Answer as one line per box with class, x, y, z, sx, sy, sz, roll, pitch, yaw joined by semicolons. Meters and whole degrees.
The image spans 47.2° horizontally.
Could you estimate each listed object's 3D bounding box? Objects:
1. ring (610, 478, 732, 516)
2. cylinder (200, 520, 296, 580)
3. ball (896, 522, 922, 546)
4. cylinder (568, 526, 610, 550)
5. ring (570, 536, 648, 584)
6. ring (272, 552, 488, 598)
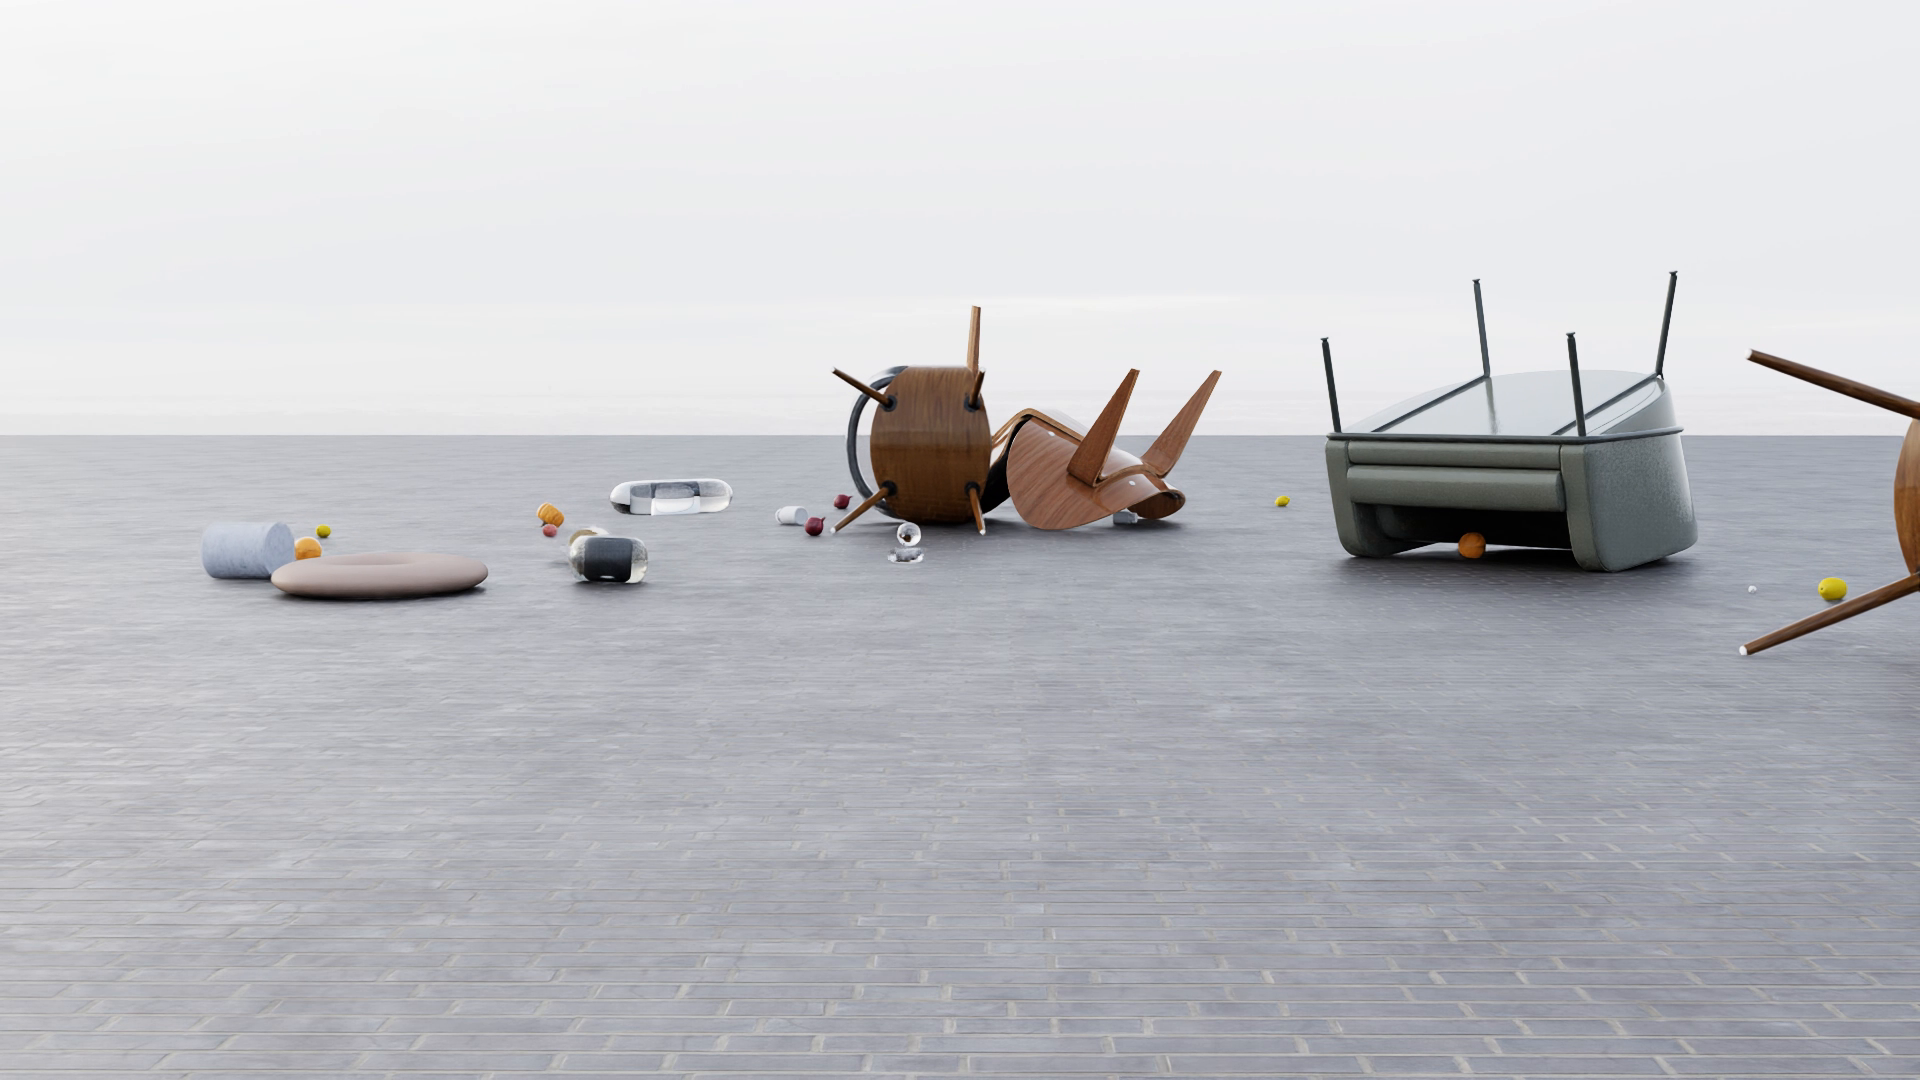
ring;-1.040;-0.156;7.947;0.468;0.121;0.294;-3;4;-32
cylinder;-1.684;0.024;5.205;0.166;0.136;0.136;1;49;14
ball;-0.146;-0.016;6.278;0.069;0.069;0.069;0;4;0
cylinder;-0.969;0.010;5.781;0.096;0.083;0.107;20;5;1
ring;-0.818;0.045;5.119;0.183;0.105;0.212;3;-2;-14
ring;-1.289;0.078;4.903;0.441;0.071;0.514;2;5;22
